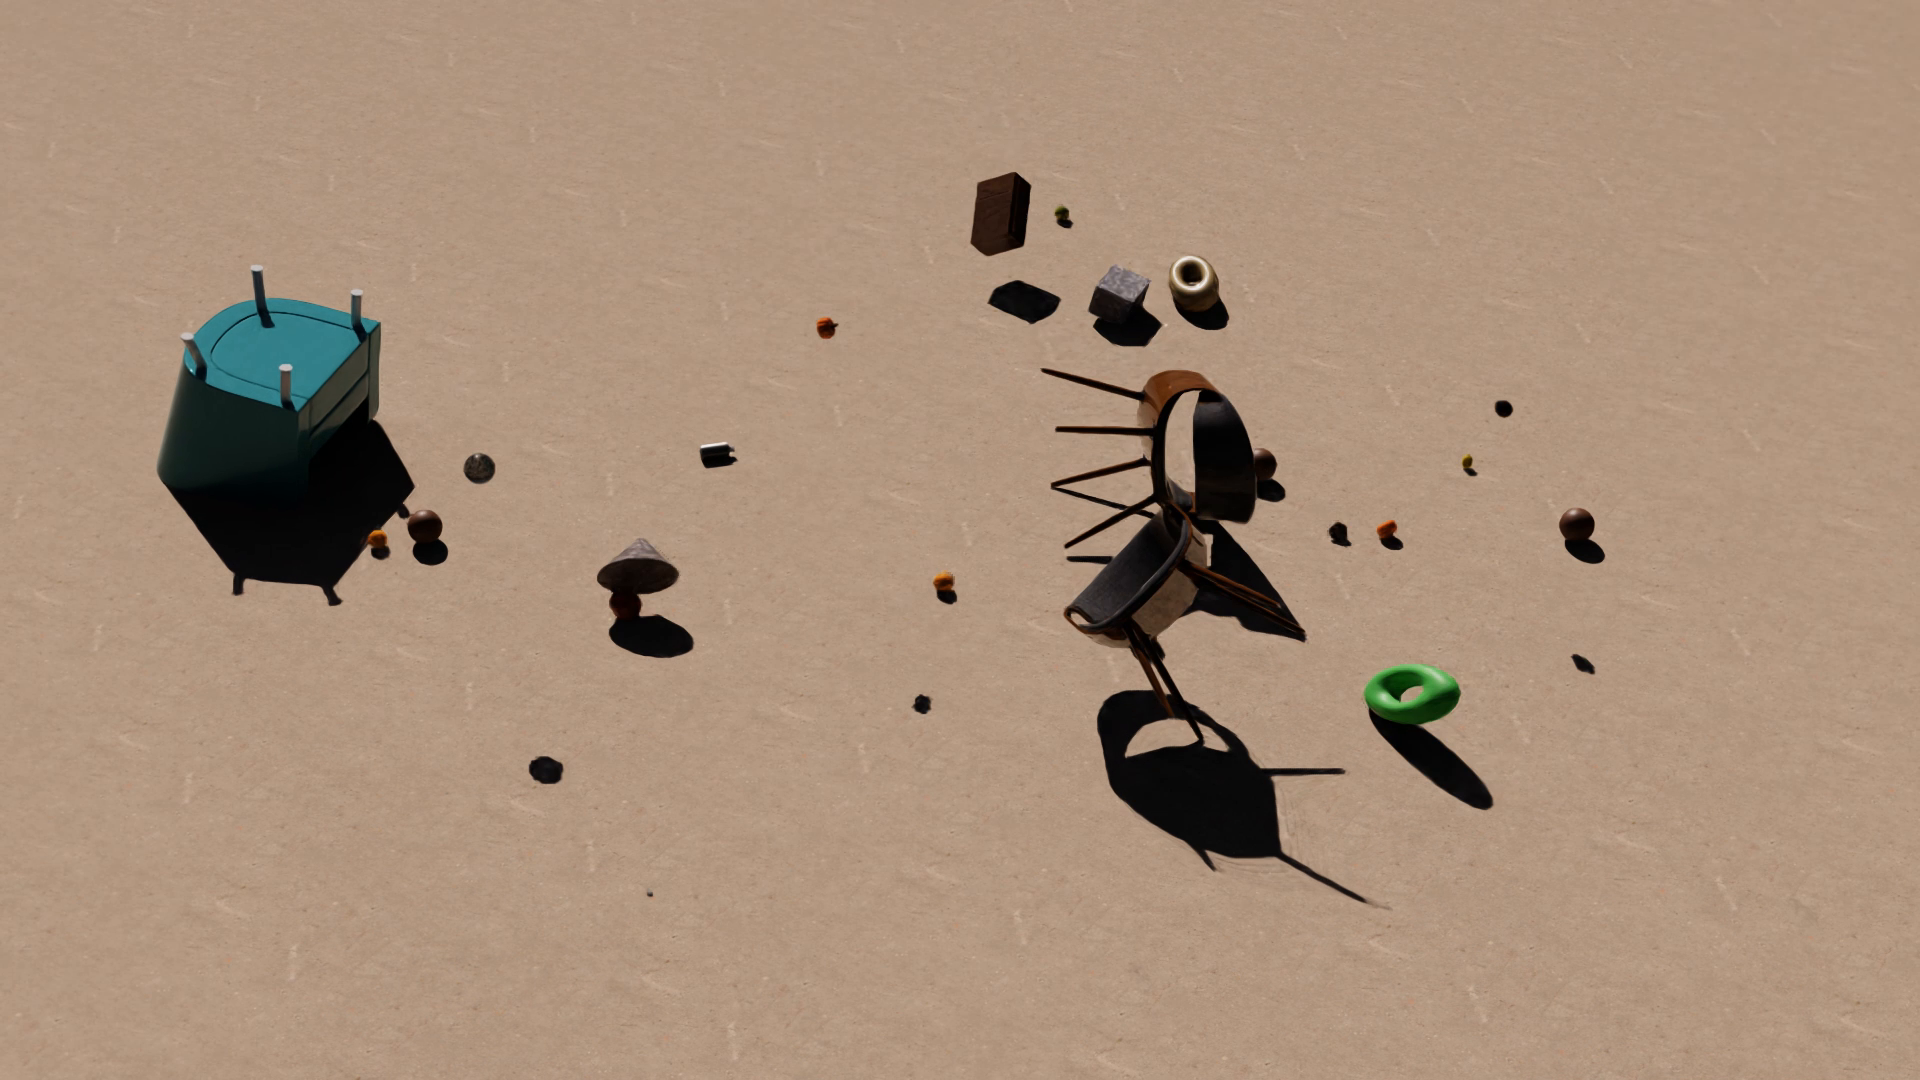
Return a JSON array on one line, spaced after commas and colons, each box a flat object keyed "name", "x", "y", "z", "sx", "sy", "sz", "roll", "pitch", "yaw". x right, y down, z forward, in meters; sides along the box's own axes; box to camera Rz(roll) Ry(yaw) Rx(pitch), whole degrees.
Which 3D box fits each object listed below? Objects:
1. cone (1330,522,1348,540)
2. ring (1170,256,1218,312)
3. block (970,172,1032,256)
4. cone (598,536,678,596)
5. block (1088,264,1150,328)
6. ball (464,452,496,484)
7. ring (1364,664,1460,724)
[{"name": "cone", "x": 1.418, "y": -0.037, "z": 10.971, "sx": 0.070, "sy": 0.067, "sz": 0.076, "roll": 8, "pitch": 10, "yaw": 9}, {"name": "ring", "x": 0.995, "y": -1.091, "z": 12.471, "sx": 0.207, "sy": 0.114, "sz": 0.380, "roll": -19, "pitch": 35, "yaw": 3}, {"name": "block", "x": 0.176, "y": -1.398, "z": 12.582, "sx": 0.198, "sy": 0.120, "sz": 0.306, "roll": -12, "pitch": 59, "yaw": 35}, {"name": "cone", "x": -1.152, "y": 0.059, "z": 10.539, "sx": 0.294, "sy": 0.196, "sz": 0.195, "roll": -5, "pitch": 47, "yaw": 5}, {"name": "block", "x": 0.671, "y": -1.026, "z": 12.342, "sx": 0.172, "sy": 0.137, "sz": 0.210, "roll": 25, "pitch": 39, "yaw": 11}, {"name": "ball", "x": -1.643, "y": -0.245, "z": 10.028, "sx": 0.107, "sy": 0.107, "sz": 0.107, "roll": 0, "pitch": 33, "yaw": 0}, {"name": "ring", "x": 1.523, "y": 0.519, "z": 9.893, "sx": 0.105, "sy": 0.208, "sz": 0.455, "roll": 26, "pitch": -14, "yaw": -28}]
